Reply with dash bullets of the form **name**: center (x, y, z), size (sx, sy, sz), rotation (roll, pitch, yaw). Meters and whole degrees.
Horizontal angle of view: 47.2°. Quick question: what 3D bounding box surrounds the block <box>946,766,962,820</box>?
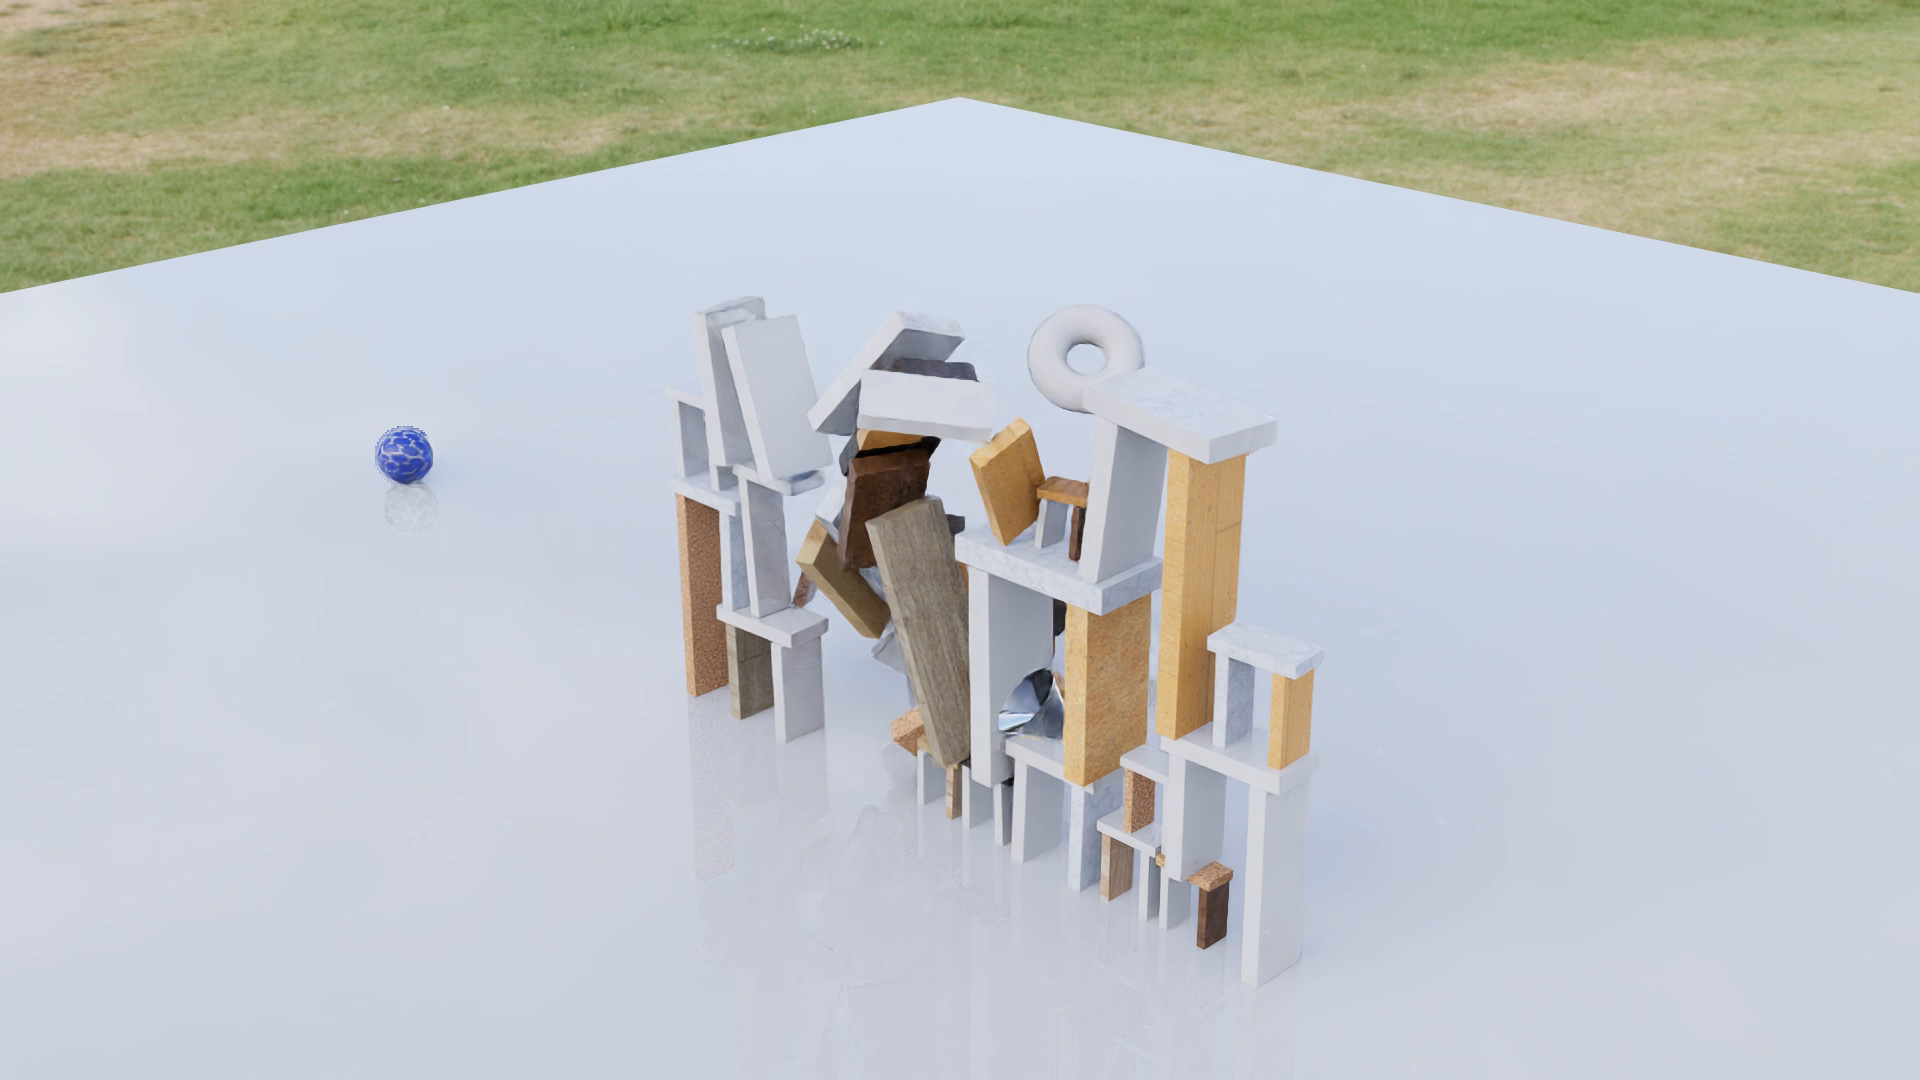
- **block**: center (0.001, 0.497, 4.431), size (0.062, 0.123, 0.017), rotation (-21, 33, -41)

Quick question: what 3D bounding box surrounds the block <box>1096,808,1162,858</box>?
- **block**: center (0.331, 0.543, 4.091), size (0.142, 0.020, 0.071), rotation (21, 31, 41)

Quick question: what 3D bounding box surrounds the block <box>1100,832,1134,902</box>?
- **block**: center (0.298, 0.605, 4.153), size (0.020, 0.142, 0.071), rotation (21, 31, 41)

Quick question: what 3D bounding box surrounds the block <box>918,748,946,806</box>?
- **block**: center (-0.058, 0.474, 4.485), size (0.062, 0.123, 0.017), rotation (-21, 32, -41)

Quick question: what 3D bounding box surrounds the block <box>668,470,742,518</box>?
- **block**: center (-0.513, -0.109, 4.733), size (0.113, 0.032, 0.226), rotation (-21, 30, -40)

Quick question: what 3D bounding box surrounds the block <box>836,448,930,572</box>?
- **block**: center (-0.150, -0.056, 4.277), size (0.148, 0.295, 0.042), rotation (-10, 54, -17)

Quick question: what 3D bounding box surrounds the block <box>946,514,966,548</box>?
- **block**: center (-0.057, 0.112, 5.013), size (0.048, 0.339, 0.170), rotation (4, 0, -26)

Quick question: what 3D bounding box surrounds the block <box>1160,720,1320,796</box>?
- **block**: center (0.488, 0.366, 3.833), size (0.250, 0.035, 0.125), rotation (19, 30, 38)

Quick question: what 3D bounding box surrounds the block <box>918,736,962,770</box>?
- **block**: center (-0.022, 0.421, 4.427), size (0.062, 0.017, 0.123), rotation (-19, 31, -37)

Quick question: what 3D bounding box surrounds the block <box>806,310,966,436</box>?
- **block**: center (-0.142, -0.311, 4.188), size (0.155, 0.310, 0.044), rotation (5, 50, -43)

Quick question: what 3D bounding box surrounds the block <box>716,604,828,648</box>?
- **block**: center (-0.404, 0.169, 4.739), size (0.227, 0.032, 0.113), rotation (19, 29, 37)

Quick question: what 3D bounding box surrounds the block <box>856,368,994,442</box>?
- **block**: center (-0.059, -0.232, 3.786), size (0.230, 0.033, 0.115), rotation (6, 47, -4)

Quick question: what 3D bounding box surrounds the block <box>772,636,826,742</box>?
- **block**: center (-0.348, 0.312, 4.734), size (0.113, 0.227, 0.032), rotation (-21, 30, -40)

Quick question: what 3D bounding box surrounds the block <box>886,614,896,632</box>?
- **block**: center (-0.102, 0.115, 4.752), size (0.027, 0.190, 0.095), rotation (34, 47, -3)

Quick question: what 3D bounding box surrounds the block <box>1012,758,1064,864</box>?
- **block**: center (0.153, 0.507, 4.279), size (0.032, 0.223, 0.112), rotation (23, 32, 40)

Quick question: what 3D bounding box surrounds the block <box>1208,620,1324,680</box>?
- **block**: center (0.518, 0.185, 3.727), size (0.177, 0.025, 0.089), rotation (18, 29, 37)

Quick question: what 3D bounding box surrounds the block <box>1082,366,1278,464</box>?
- **block**: center (0.367, -0.213, 3.704), size (0.155, 0.044, 0.311), rotation (-17, 30, -35)

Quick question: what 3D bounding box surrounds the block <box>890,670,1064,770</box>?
- **block**: center (0.045, 0.351, 4.503), size (0.339, 0.170, 0.048), rotation (-31, 45, 21)

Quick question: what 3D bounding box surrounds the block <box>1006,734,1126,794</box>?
- **block**: center (0.206, 0.411, 4.178), size (0.223, 0.032, 0.112), rotation (21, 31, 40)

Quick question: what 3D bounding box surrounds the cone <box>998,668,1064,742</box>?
- **cone**: center (0.175, 0.345, 4.149), size (0.146, 0.146, 0.146), rotation (40, 12, -21)

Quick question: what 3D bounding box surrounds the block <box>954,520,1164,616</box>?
- **block**: center (0.182, 0.036, 4.033), size (0.358, 0.051, 0.179), rotation (21, 31, 40)

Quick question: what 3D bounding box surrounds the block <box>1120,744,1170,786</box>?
- **block**: center (0.363, 0.414, 4.010), size (0.131, 0.019, 0.066), rotation (21, 31, 40)

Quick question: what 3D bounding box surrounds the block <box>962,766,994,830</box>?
- **block**: center (0.036, 0.501, 4.399), size (0.020, 0.140, 0.070), rotation (22, 32, 40)

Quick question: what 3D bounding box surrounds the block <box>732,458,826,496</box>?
- **block**: center (-0.378, -0.139, 4.583), size (0.185, 0.026, 0.093), rotation (21, 31, 39)

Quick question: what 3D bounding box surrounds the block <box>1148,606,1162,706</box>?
- **block**: center (0.408, 0.238, 5.010), size (0.170, 0.048, 0.339), rotation (33, 25, -6)

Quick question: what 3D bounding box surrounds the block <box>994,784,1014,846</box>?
- **block**: center (0.099, 0.526, 4.339), size (0.020, 0.140, 0.070), rotation (19, 30, 40)

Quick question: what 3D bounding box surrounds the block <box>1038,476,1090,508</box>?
- **block**: center (0.205, -0.084, 3.913), size (0.121, 0.017, 0.061), rotation (13, 31, 25)

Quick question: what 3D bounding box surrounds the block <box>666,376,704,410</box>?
- **block**: center (-0.538, -0.309, 4.683), size (0.087, 0.025, 0.175), rotation (-21, 30, -40)

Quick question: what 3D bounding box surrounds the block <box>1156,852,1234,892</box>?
- **block**: center (0.427, 0.595, 4.003), size (0.065, 0.018, 0.130), rotation (-20, 30, -38)

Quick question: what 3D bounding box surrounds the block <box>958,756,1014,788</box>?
- **block**: center (0.070, 0.441, 4.333), size (0.140, 0.020, 0.070), rotation (21, 32, 40)

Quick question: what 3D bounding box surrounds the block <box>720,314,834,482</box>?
- **block**: center (-0.372, -0.291, 4.505), size (0.160, 0.320, 0.045), rotation (-16, 2, -39)

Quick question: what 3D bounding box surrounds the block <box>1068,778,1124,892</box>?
- **block**: center (0.258, 0.548, 4.182), size (0.112, 0.223, 0.032), rotation (-21, 32, -40)

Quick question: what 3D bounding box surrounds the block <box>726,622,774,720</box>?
- **block**: center (-0.455, 0.270, 4.832), size (0.113, 0.227, 0.032), rotation (-21, 30, -41)
